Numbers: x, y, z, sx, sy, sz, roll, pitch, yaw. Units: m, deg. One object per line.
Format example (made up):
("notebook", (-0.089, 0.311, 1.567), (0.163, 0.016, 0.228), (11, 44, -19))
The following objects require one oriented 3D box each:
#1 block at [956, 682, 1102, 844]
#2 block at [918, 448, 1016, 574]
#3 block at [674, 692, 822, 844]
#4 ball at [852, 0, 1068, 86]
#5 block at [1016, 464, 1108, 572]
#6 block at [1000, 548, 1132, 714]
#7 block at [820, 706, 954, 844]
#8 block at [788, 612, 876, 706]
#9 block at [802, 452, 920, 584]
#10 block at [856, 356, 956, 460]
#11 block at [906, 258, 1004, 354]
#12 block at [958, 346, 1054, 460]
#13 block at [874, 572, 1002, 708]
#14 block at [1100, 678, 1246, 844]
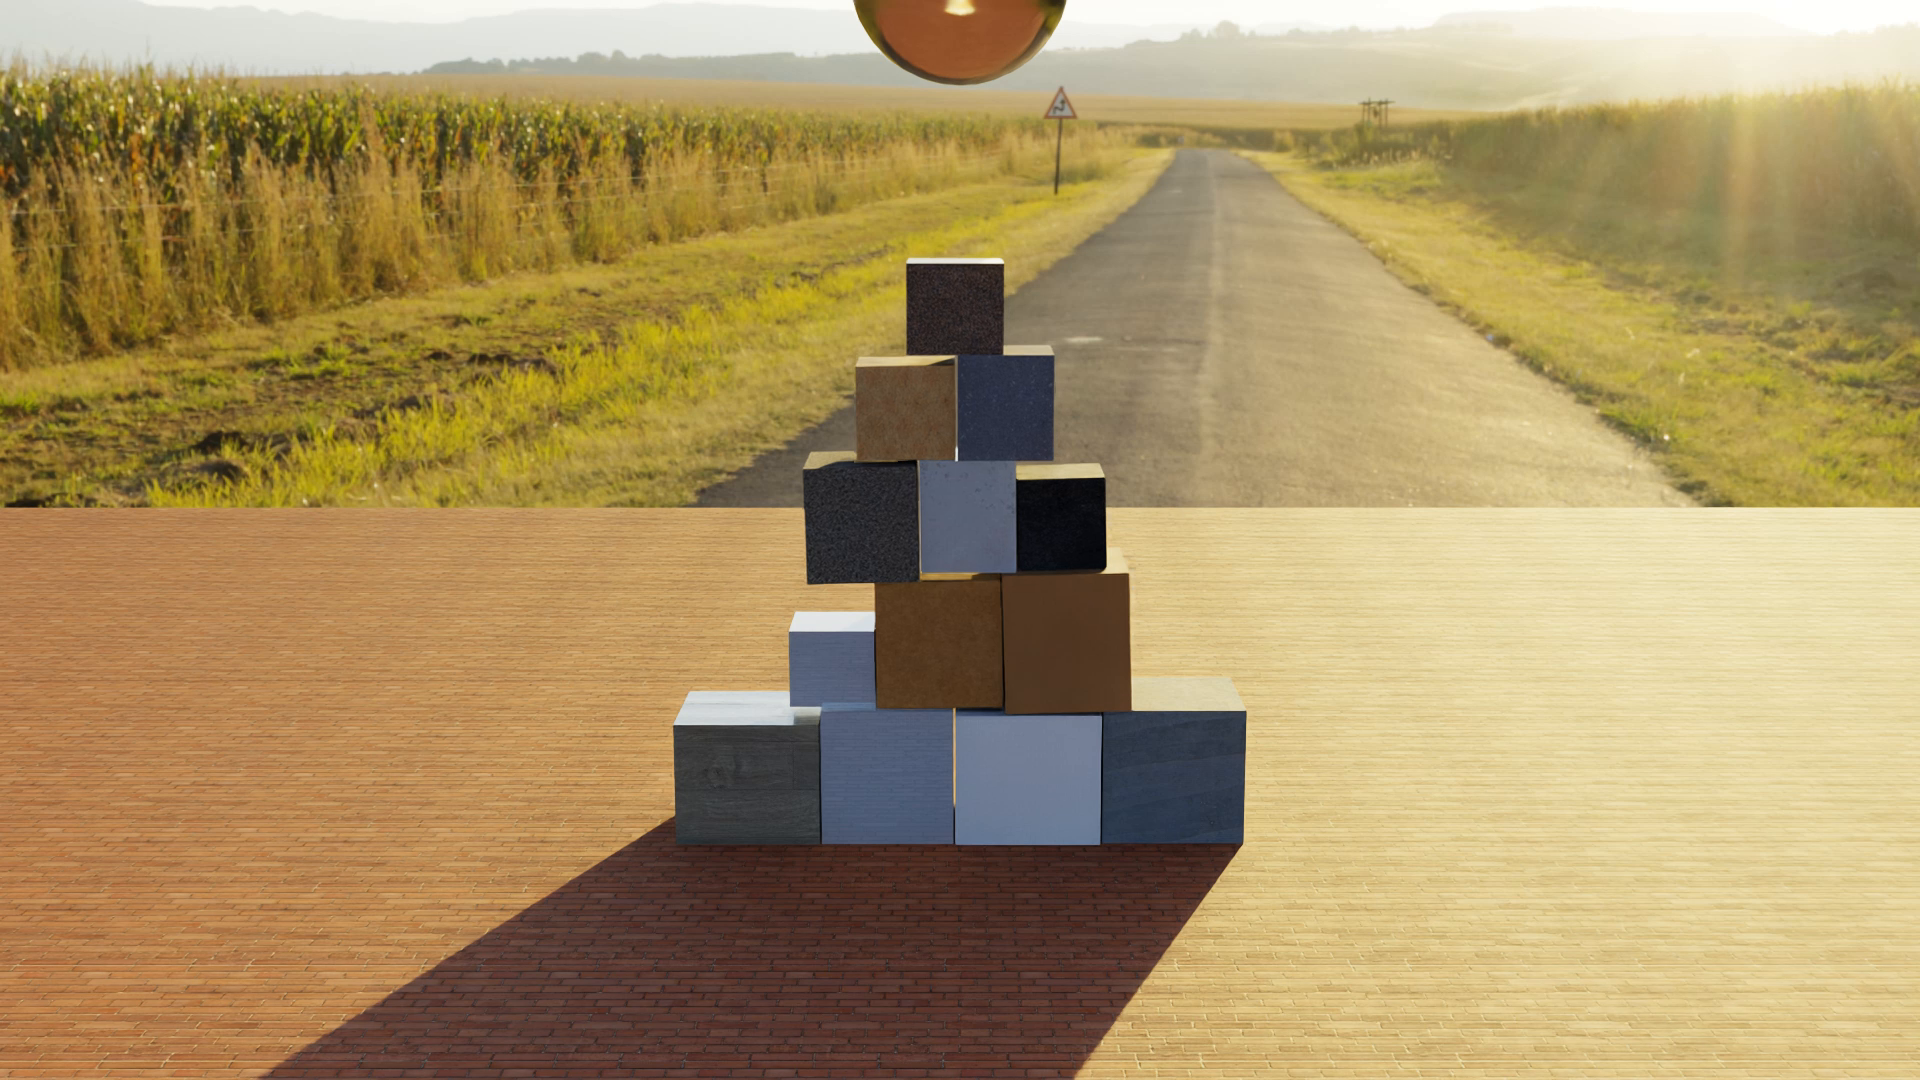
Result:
("block", (0.342, 1.147, 11.387), (0.731, 0.669, 0.702), (0, 10, 0))
("block", (0.038, -0.156, 11.133), (0.484, 0.563, 0.474), (0, 10, 0))
("block", (-1.071, 1.170, 11.387), (0.726, 0.623, 0.683), (0, 10, 0))
("ball", (0.000, -4.055, 15.682), (1.600, 1.600, 1.600), (0, 10, 0))
("block", (0.508, -0.119, 11.163), (0.436, 0.463, 0.476), (-2, 10, 0))
("block", (0.532, 0.455, 11.261), (0.631, 0.704, 0.690), (-2, 10, 0))
("block", (-0.366, 1.135, 11.395), (0.665, 0.690, 0.690), (0, 10, 0))
("block", (-0.642, 0.608, 11.276), (0.432, 0.390, 0.468), (0, 10, 0))
("block", (-0.487, -0.123, 11.161), (0.558, 0.581, 0.588), (-1, 10, 0))
("block", (-0.268, -0.667, 11.078), (0.489, 0.467, 0.478), (0, 10, 0))
("block", (-0.024, -1.167, 10.952), (0.475, 0.445, 0.457), (0, 10, 0))
("block", (0.225, -0.693, 11.048), (0.473, 0.521, 0.519), (0, 10, 0))
("block", (-0.105, 0.473, 11.276), (0.633, 0.646, 0.576), (-1, 10, 0))
("block", (1.076, 1.132, 11.404), (0.717, 0.692, 0.694), (0, 10, 0))
